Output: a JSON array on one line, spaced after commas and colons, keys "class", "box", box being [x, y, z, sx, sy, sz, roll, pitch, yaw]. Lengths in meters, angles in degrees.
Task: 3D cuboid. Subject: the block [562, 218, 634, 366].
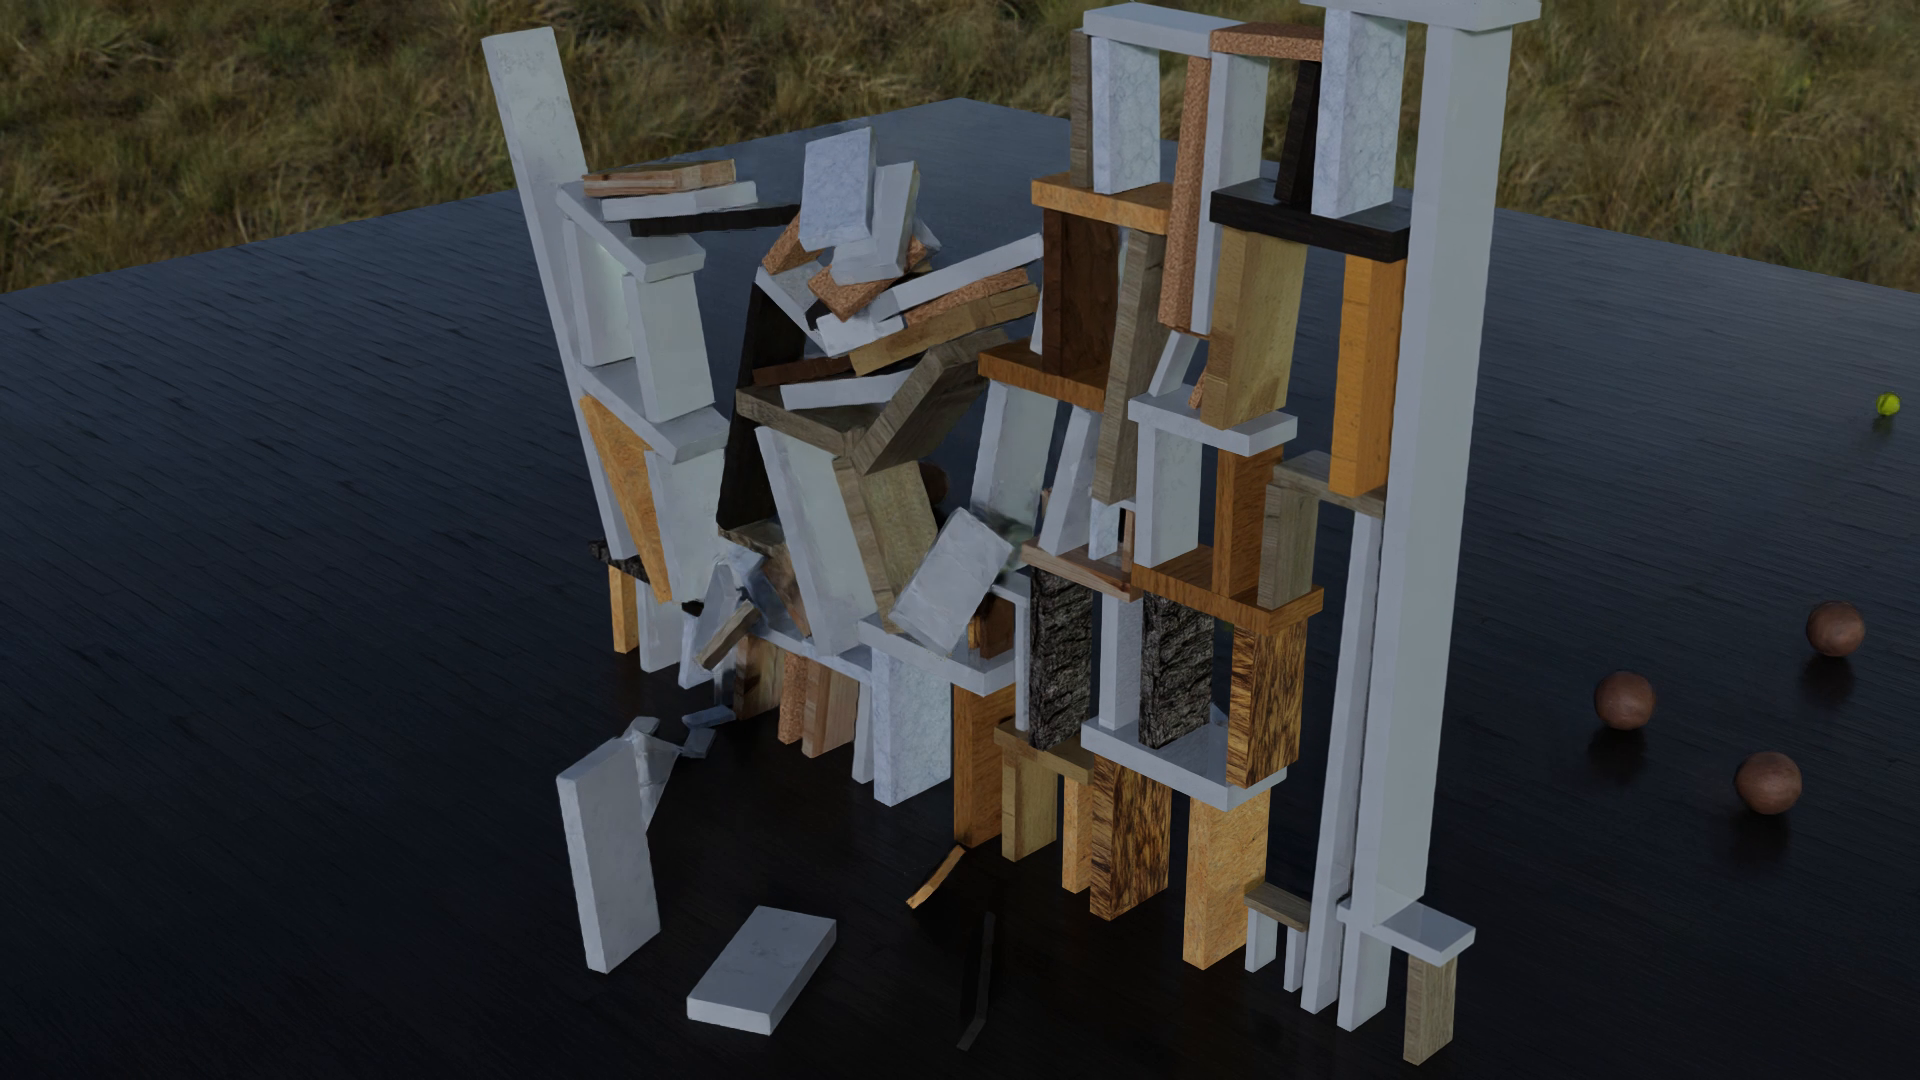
[{"class": "block", "box": [-0.770, -0.554, 4.808, 0.160, 0.320, 0.045, -21, 23, -41]}]

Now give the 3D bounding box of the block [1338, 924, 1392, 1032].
[{"class": "block", "box": [0.697, 0.732, 3.773, 0.103, 0.205, 0.029, -21, 32, -41]}]

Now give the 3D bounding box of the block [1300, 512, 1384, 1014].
[{"class": "block", "box": [0.656, 0.375, 3.670, 0.031, 0.942, 0.108, 23, 32, 39]}]

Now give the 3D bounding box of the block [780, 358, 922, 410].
[{"class": "block", "box": [-0.171, -0.304, 4.240, 0.176, 0.050, 0.353, -20, 13, -38]}]

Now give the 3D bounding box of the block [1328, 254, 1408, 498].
[{"class": "block", "box": [0.655, -0.271, 3.417, 0.048, 0.383, 0.168, 21, 30, 40]}]

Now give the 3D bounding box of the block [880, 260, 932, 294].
[{"class": "block", "box": [-0.145, -0.450, 4.142, 0.075, 0.021, 0.256, -11, -17, -34]}]

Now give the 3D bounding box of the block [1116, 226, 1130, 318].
[{"class": "block", "box": [0.282, -0.455, 3.932, 0.034, 0.242, 0.121, 31, 0, 41]}]

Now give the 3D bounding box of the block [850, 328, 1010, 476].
[{"class": "block", "box": [-0.054, -0.255, 4.092, 0.176, 0.353, 0.050, -20, 70, -39]}]

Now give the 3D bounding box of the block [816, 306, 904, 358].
[{"class": "block", "box": [-0.185, -0.398, 4.074, 0.150, 0.075, 0.021, -20, 3, -4]}]

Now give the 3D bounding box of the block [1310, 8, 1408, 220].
[{"class": "block", "box": [0.601, -0.650, 3.301, 0.044, 0.308, 0.154, 21, 31, 39]}]

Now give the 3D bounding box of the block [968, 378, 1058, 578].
[{"class": "block", "box": [0.092, -0.120, 4.069, 0.149, 0.422, 0.042, -21, 42, -41]}]

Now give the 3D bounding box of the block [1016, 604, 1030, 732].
[{"class": "block", "box": [0.138, 0.231, 4.173, 0.072, 0.264, 0.020, -21, 30, -41]}]

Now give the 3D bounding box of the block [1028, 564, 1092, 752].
[{"class": "block", "box": [0.188, 0.203, 4.102, 0.037, 0.371, 0.130, 21, 31, 41]}]

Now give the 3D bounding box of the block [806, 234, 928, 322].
[{"class": "block", "box": [-0.168, -0.490, 3.973, 0.199, 0.028, 0.099, -40, 63, -10]}]

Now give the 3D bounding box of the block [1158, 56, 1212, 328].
[{"class": "block", "box": [0.398, -0.568, 3.547, 0.127, 0.443, 0.036, -21, 37, -41]}]

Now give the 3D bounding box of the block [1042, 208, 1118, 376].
[{"class": "block", "box": [0.209, -0.442, 3.805, 0.146, 0.292, 0.041, -21, 30, -40]}]

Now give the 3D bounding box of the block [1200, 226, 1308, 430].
[{"class": "block", "box": [0.478, -0.359, 3.560, 0.048, 0.336, 0.168, 27, 34, 38]}]

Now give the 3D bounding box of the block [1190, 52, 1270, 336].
[{"class": "block", "box": [0.431, -0.558, 3.514, 0.031, 0.455, 0.110, 23, 32, 38]}]

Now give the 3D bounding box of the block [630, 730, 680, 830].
[{"class": "block", "box": [-0.635, 0.485, 4.330, 0.099, 0.203, 0.028, 26, -6, -33]}]

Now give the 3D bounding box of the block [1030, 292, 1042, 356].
[{"class": "block", "box": [0.188, -0.444, 3.895, 0.032, 0.223, 0.112, 28, 34, 29]}]

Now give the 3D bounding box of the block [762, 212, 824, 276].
[{"class": "block", "box": [-0.278, -0.608, 4.253, 0.123, 0.247, 0.035, -27, 79, -40]}]

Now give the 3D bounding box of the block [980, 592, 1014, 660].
[{"class": "block", "box": [0.070, 0.150, 4.211, 0.020, 0.144, 0.072, 20, 30, 41]}]

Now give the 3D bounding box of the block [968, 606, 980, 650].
[{"class": "block", "box": [0.038, 0.160, 4.249, 0.013, 0.094, 0.047, 21, 31, 40]}]

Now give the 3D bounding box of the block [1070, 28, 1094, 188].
[{"class": "block", "box": [0.235, -0.725, 3.661, 0.034, 0.258, 0.121, 17, 28, 38]}]

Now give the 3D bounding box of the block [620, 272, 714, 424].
[{"class": "block", "box": [-0.624, -0.428, 4.715, 0.045, 0.319, 0.160, 8, 24, 41]}]

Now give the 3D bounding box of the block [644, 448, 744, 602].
[{"class": "block", "box": [-0.577, -0.046, 4.825, 0.169, 0.337, 0.048, -15, 9, -36]}]

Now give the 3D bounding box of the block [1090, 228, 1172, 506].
[{"class": "block", "box": [0.319, -0.304, 3.743, 0.146, 0.498, 0.041, -21, 39, -41]}]

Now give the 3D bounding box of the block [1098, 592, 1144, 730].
[{"class": "block", "box": [0.311, 0.201, 3.967, 0.130, 0.261, 0.037, -21, 31, -41]}]

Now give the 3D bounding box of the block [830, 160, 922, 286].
[{"class": "block", "box": [-0.151, -0.573, 3.972, 0.126, 0.036, 0.253, -6, 52, 19]}]

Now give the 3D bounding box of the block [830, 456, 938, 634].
[{"class": "block", "box": [-0.124, -0.015, 4.329, 0.051, 0.360, 0.180, -9, 12, 41]}]

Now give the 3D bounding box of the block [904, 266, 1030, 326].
[{"class": "block", "box": [0.011, -0.442, 4.020, 0.112, 0.032, 0.223, -22, 3, -42]}]

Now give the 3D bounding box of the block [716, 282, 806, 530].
[{"class": "block", "box": [-0.406, -0.282, 4.557, 0.130, 0.587, 0.037, -18, 45, -37]}]

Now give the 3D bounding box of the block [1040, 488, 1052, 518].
[{"class": "block", "box": [0.222, -0.087, 4.160, 0.143, 0.072, 0.020, -22, 49, -15]}]

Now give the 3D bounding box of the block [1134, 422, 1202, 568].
[{"class": "block", "box": [0.360, -0.092, 3.788, 0.036, 0.257, 0.129, 21, 31, 41]}]

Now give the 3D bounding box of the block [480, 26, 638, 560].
[{"class": "block", "box": [-0.841, -0.541, 4.901, 0.045, 1.177, 0.159, -1, 16, 46]}]

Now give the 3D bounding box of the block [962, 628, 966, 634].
[{"class": "block", "box": [-0.008, 0.143, 4.290, 0.013, 0.095, 0.047, 20, 30, 39]}]

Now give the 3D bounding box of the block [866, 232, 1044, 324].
[{"class": "block", "box": [-0.006, -0.479, 4.028, 0.310, 0.044, 0.155, -23, 4, -20]}]

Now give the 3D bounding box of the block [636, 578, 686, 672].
[{"class": "block", "box": [-0.682, 0.179, 5.044, 0.116, 0.231, 0.033, -21, 31, -40]}]

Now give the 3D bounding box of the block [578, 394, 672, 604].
[{"class": "block", "box": [-0.683, -0.112, 4.906, 0.169, 0.486, 0.048, -23, 2, -42]}]

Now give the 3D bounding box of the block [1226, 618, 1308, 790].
[{"class": "block", "box": [0.527, 0.263, 3.771, 0.042, 0.299, 0.149, 21, 31, 41]}]

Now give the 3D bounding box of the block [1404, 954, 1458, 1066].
[{"class": "block", "box": [0.790, 0.768, 3.688, 0.103, 0.205, 0.029, -21, 29, -41]}]

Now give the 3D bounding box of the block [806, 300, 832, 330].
[{"class": "block", "box": [-0.184, -0.470, 4.155, 0.123, 0.035, 0.247, -11, -14, -33]}]

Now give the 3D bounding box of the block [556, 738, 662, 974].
[{"class": "block", "box": [-0.624, 0.563, 3.921, 0.044, 0.393, 0.155, 10, 27, 31]}]

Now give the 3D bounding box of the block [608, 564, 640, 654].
[{"class": "block", "box": [-0.768, 0.136, 5.144, 0.033, 0.231, 0.116, 12, 26, 26]}]

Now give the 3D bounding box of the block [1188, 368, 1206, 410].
[{"class": "block", "box": [0.428, -0.278, 3.644, 0.065, 0.130, 0.018, -22, 57, -41]}]

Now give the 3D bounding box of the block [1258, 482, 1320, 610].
[{"class": "block", "box": [0.543, -0.002, 3.629, 0.031, 0.216, 0.108, 23, 32, 40]}]

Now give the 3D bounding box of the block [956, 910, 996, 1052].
[{"class": "block", "box": [0.029, 0.769, 3.856, 0.020, 0.072, 0.328, 27, 22, -7]}]

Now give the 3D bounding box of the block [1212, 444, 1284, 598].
[{"class": "block", "box": [0.481, -0.045, 3.677, 0.036, 0.257, 0.129, 21, 31, 41]}]

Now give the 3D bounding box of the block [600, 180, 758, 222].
[{"class": "block", "box": [-0.584, -0.703, 4.562, 0.159, 0.045, 0.319, -20, 17, -42]}]

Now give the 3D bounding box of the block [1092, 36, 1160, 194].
[{"class": "block", "box": [0.274, -0.707, 3.622, 0.127, 0.254, 0.036, -21, 28, -41]}]

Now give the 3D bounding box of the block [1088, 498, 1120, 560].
[{"class": "block", "box": [0.258, -0.028, 3.925, 0.017, 0.118, 0.059, 24, 33, 39]}]

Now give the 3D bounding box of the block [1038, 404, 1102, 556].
[{"class": "block", "box": [0.235, -0.123, 3.917, 0.149, 0.299, 0.042, -22, 47, -41]}]

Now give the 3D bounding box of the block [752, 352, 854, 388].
[{"class": "block", "box": [-0.285, -0.349, 4.381, 0.130, 0.037, 0.260, -20, 10, -39]}]

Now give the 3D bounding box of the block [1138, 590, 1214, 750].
[{"class": "block", "box": [0.386, 0.208, 3.901, 0.042, 0.299, 0.149, 21, 31, 41]}]

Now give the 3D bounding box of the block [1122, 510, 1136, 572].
[{"class": "block", "box": [0.314, -0.006, 3.874, 0.017, 0.118, 0.059, 25, 33, 39]}]

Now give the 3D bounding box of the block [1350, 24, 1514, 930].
[{"class": "block", "box": [0.723, -0.060, 3.410, 0.044, 1.477, 0.154, 22, 31, 40]}]

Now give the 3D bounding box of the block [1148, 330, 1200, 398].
[{"class": "block", "box": [0.363, -0.304, 3.702, 0.065, 0.130, 0.018, -22, 53, -41]}]

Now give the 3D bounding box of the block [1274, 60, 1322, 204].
[{"class": "block", "box": [0.545, -0.631, 3.365, 0.031, 0.220, 0.110, 30, 36, 34]}]

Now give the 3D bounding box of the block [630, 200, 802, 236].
[{"class": "block", "box": [-0.469, -0.655, 4.464, 0.126, 0.036, 0.516, -19, 16, -41]}]
